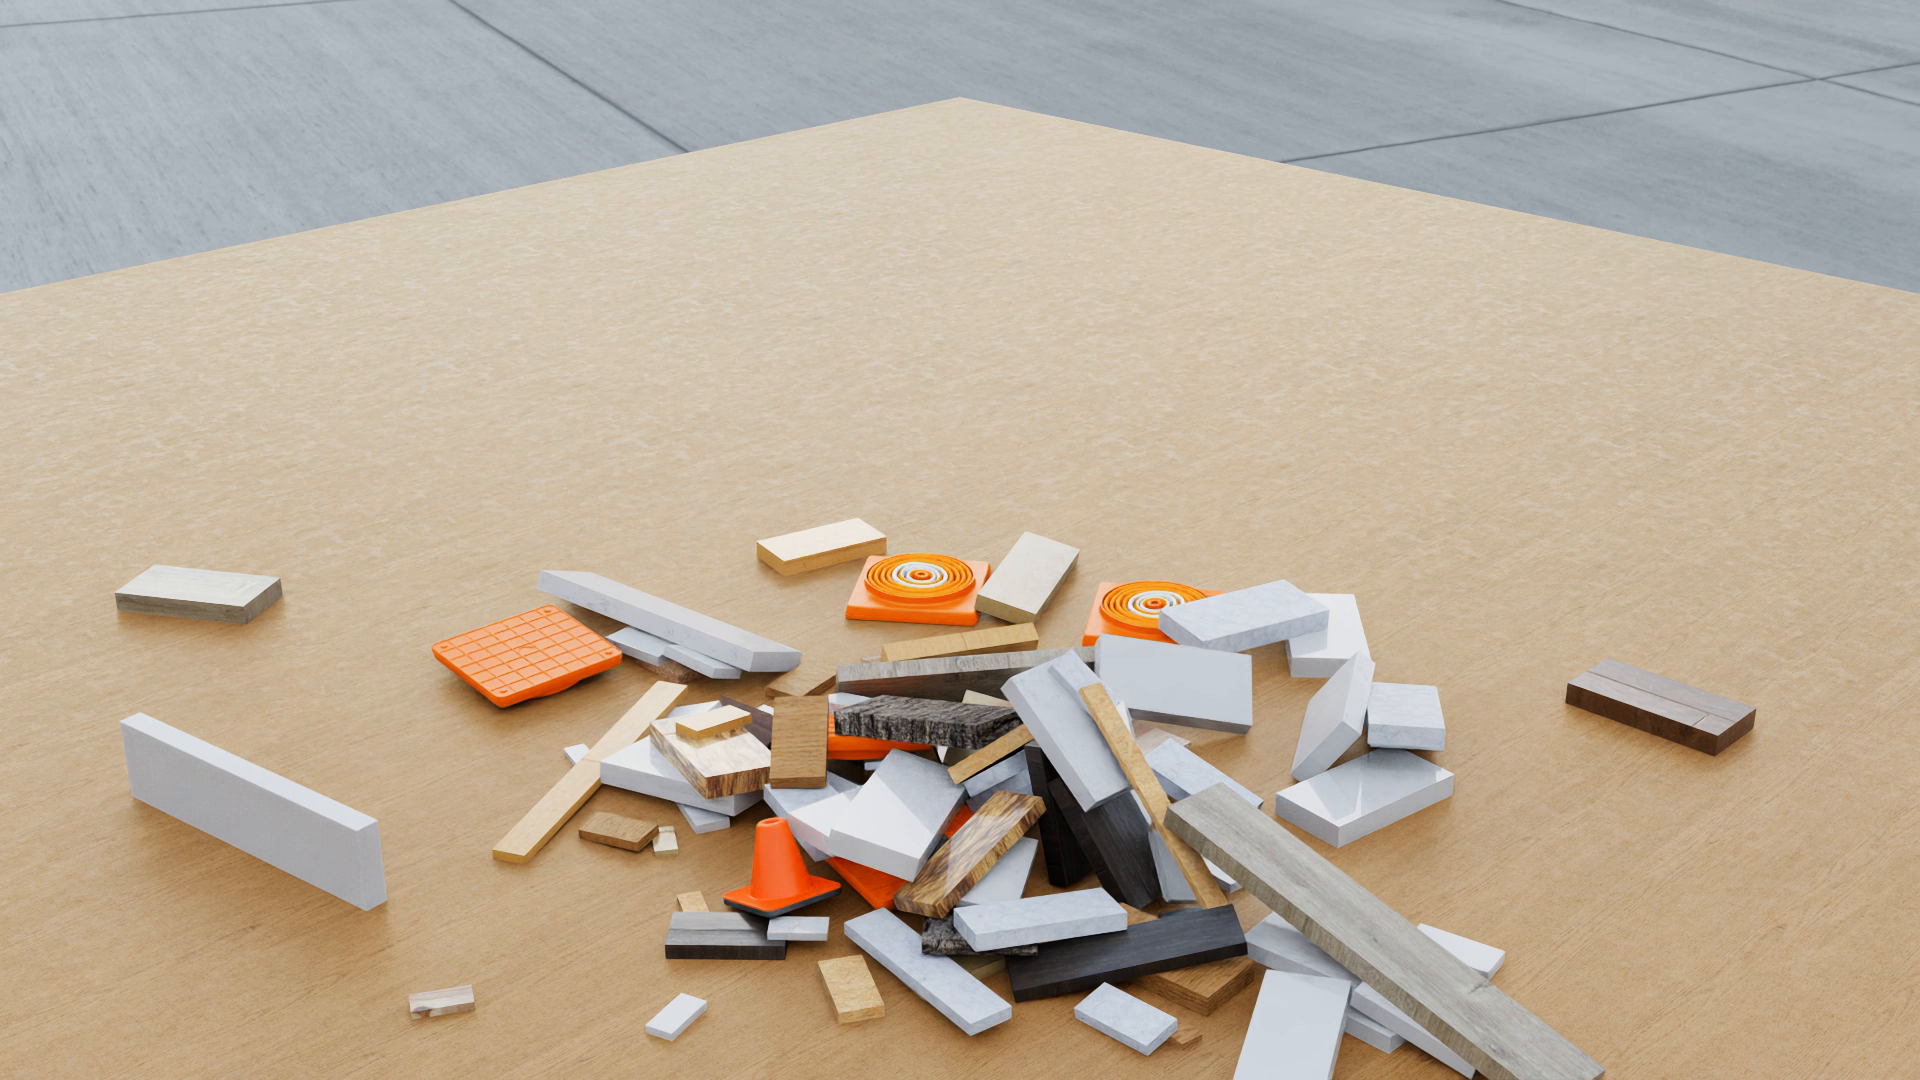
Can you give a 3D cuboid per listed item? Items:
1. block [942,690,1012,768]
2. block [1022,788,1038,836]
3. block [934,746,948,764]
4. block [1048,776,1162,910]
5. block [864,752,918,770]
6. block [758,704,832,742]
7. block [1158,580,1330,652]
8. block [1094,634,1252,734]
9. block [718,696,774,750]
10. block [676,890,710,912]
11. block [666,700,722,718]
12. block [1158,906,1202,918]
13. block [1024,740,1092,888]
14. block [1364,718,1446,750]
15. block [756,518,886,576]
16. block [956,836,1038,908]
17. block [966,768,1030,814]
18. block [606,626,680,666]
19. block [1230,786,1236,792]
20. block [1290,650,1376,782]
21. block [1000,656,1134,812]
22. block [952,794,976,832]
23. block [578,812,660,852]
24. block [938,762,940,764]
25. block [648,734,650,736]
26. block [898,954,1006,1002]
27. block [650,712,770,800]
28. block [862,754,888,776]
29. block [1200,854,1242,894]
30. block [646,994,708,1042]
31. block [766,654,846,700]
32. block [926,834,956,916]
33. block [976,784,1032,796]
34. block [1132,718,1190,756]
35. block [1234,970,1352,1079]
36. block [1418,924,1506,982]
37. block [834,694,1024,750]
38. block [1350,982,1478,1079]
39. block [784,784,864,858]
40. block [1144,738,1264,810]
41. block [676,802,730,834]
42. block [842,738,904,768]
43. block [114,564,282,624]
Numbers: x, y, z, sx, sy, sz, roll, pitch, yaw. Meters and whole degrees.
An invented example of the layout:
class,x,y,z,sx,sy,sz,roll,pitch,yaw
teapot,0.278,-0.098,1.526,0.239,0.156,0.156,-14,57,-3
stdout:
class,x,y,z,sx,sy,sz,roll,pitch,yaw
block,0.044,0.408,4.507,0.121,0.034,0.241,16,35,3
block,0.144,0.521,4.295,0.101,0.203,0.029,-21,65,-44
block,-0.017,0.453,4.584,0.056,0.016,0.112,-5,23,-11
block,0.290,0.553,4.146,0.143,0.285,0.040,-23,-9,-42
block,-0.138,0.450,4.461,0.112,0.016,0.056,-6,5,-3
block,-0.382,0.412,4.754,0.194,0.028,0.097,16,28,33
block,0.662,0.184,5.123,0.356,0.050,0.178,-12,28,-26
block,0.462,0.312,4.764,0.340,0.048,0.170,9,59,-8
block,-0.466,0.404,4.724,0.194,0.028,0.097,17,54,34
block,-0.498,0.689,4.119,0.045,0.013,0.091,-8,24,-17
block,-0.585,0.381,4.756,0.140,0.020,0.070,-11,21,39
block,0.423,0.704,4.084,0.097,0.014,0.049,-8,24,-19
block,0.208,0.503,4.209,0.040,0.285,0.143,2,18,44
block,0.949,0.382,4.736,0.153,0.043,0.305,3,13,5
block,-0.356,0.017,5.667,0.299,0.042,0.149,-14,27,-29
block,0.070,0.622,4.077,0.110,0.031,0.220,12,31,8
block,0.110,0.475,4.296,0.101,0.029,0.202,-22,-9,-42
block,-0.730,0.244,5.093,0.171,0.024,0.085,17,28,34
block,0.551,0.569,4.312,0.102,0.029,0.204,-15,43,-32
block,0.792,0.376,4.661,0.048,0.170,0.340,38,27,-2
block,0.214,0.364,4.147,0.143,0.040,0.285,-19,67,-42
block,-0.002,0.531,4.407,0.016,0.056,0.112,30,19,-39
block,-0.676,0.577,4.357,0.144,0.020,0.072,8,27,27
block,0.084,0.472,4.603,0.246,0.035,0.123,-15,27,-32
block,-0.656,0.434,4.711,0.140,0.020,0.070,-1,23,-3
block,-0.014,0.764,3.928,0.175,0.025,0.087,-15,27,-31
block,-0.501,0.436,4.506,0.167,0.047,0.334,-8,18,-26
block,-0.116,0.470,4.472,0.081,0.023,0.161,-19,21,-42
block,0.495,0.633,4.243,0.069,0.020,0.139,-18,29,-36
block,-0.490,0.824,3.800,0.054,0.015,0.108,12,26,26
block,-0.342,0.318,4.975,0.097,0.028,0.194,14,27,30
block,-0.012,0.633,4.101,0.108,0.031,0.217,-17,38,-34
block,0.109,0.513,4.420,0.202,0.029,0.101,-28,37,-15
block,0.293,0.481,4.565,0.170,0.048,0.390,20,30,38
block,0.559,0.838,3.684,0.148,0.042,0.295,4,29,18
block,0.891,0.746,3.973,0.163,0.023,0.081,15,27,31
block,-0.063,0.364,4.411,0.343,0.049,0.171,3,9,33
block,0.796,0.810,3.733,0.237,0.034,0.118,29,36,29
block,-0.210,0.533,4.190,0.120,0.034,0.240,26,22,30
block,0.485,0.499,4.450,0.235,0.033,0.117,33,36,23
block,-0.522,0.547,4.446,0.070,0.020,0.140,-10,25,-22
block,-0.160,0.459,4.593,0.161,0.023,0.081,20,30,41
block,-1.863,0.133,5.385,0.346,0.049,0.173,5,24,12
